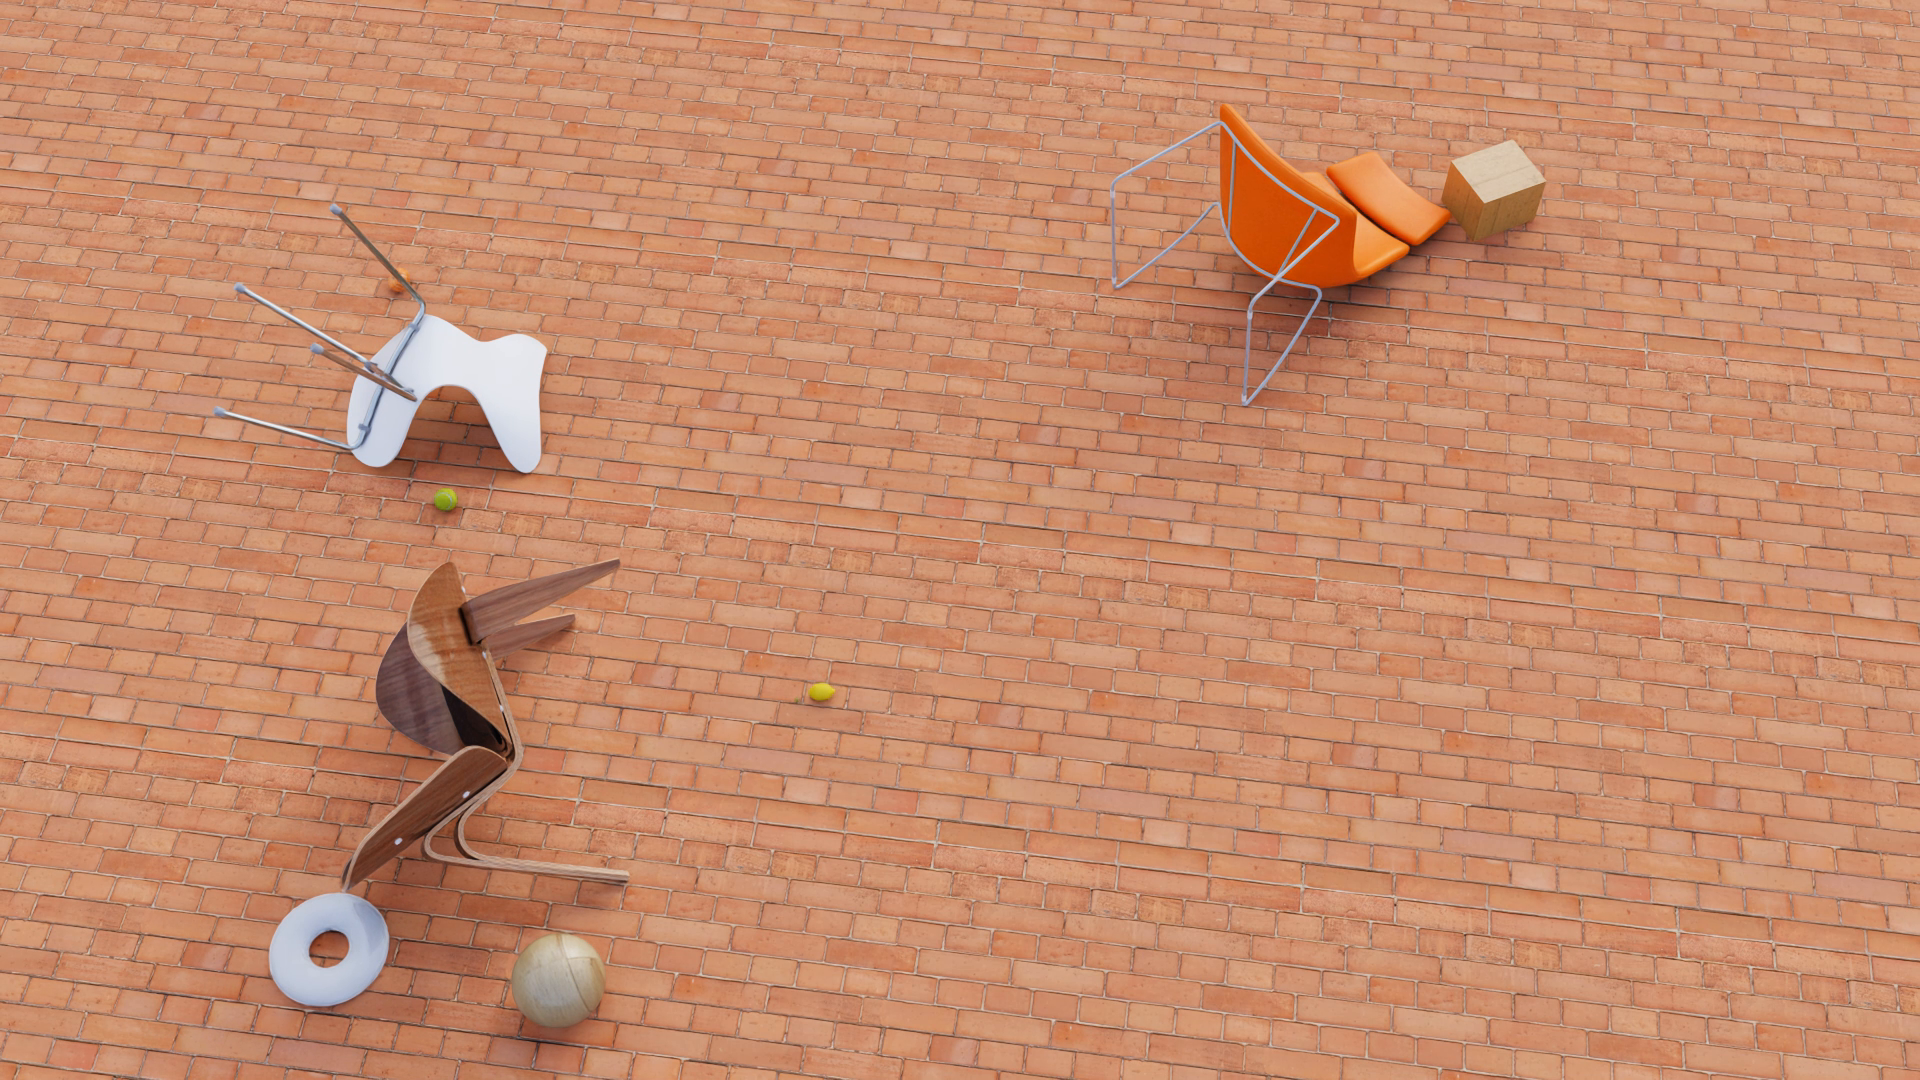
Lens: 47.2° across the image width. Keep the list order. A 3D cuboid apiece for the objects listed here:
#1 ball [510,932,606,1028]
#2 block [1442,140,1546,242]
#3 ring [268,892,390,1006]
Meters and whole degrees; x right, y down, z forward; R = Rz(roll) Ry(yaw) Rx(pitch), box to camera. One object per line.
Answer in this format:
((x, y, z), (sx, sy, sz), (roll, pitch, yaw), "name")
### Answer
((-1.035, 1.135, 5.666), (0.242, 0.242, 0.242), (0, 56, 0), "ball")
((1.754, -1.150, 7.234), (0.236, 0.185, 0.204), (-21, 59, -13), "block")
((-1.670, 1.082, 5.821), (0.315, 0.045, 0.322), (0, 56, 0), "ring")
